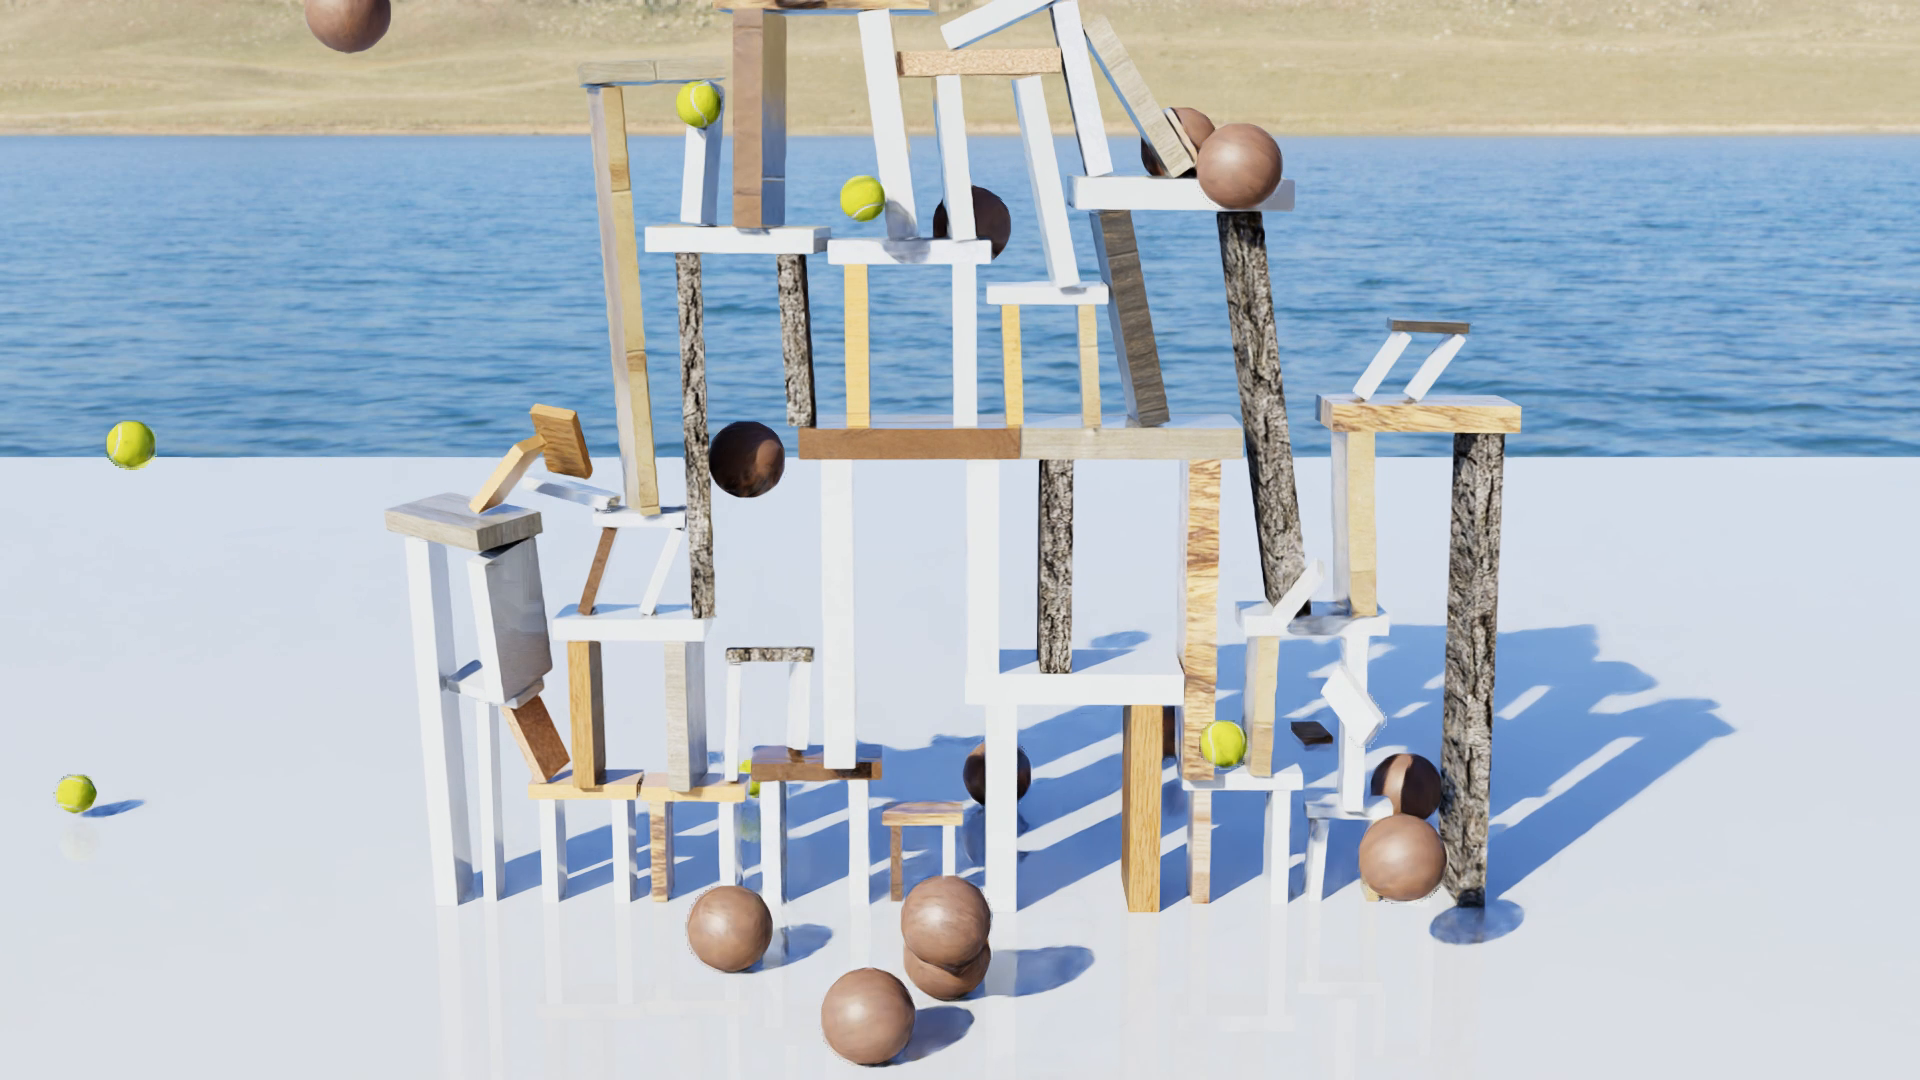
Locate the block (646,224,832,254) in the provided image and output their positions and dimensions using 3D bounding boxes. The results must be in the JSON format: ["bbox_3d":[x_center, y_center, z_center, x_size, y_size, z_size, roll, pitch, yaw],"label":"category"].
[{"bbox_3d":[-0.350,-0.477,3.486,0.268,0.038,0.134,2,10,8],"label":"block"}]

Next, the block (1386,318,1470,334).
[{"bbox_3d":[0.743,-0.341,3.495,0.121,0.017,0.061,2,11,1],"label":"block"}]

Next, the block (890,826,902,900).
[{"bbox_3d":[-0.105,0.526,3.654,0.018,0.131,0.065,0,11,0],"label":"block"}]

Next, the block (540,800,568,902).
[{"bbox_3d":[-0.675,0.503,3.653,0.025,0.177,0.089,0,11,0],"label":"block"}]

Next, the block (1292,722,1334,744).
[{"bbox_3d":[0.739,0.405,4.618,0.058,0.016,0.115,-1,11,-7],"label":"block"}]

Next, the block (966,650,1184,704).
[{"bbox_3d":[0.183,0.223,3.597,0.349,0.049,0.175,0,11,0],"label":"block"}]

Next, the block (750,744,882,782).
[{"bbox_3d":[-0.235,0.366,3.622,0.213,0.030,0.107,0,11,-2],"label":"block"}]

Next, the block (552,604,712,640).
[{"bbox_3d":[-0.532,0.134,3.588,0.242,0.034,0.121,0,10,0],"label":"block"}]

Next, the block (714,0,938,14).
[{"bbox_3d":[-0.205,-0.843,3.410,0.328,0.047,0.164,1,10,4],"label":"block"}]

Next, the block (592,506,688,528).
[{"bbox_3d":[-0.518,-0.038,3.565,0.148,0.021,0.074,0,11,-4],"label":"block"}]

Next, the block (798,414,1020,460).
[{"bbox_3d":[-0.080,-0.166,3.522,0.346,0.049,0.173,0,11,0],"label":"block"}]

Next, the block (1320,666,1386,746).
[{"bbox_3d":[0.604,0.254,3.381,0.016,0.058,0.115,-2,45,-35],"label":"block"}]

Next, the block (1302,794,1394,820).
[{"bbox_3d":[0.641,0.441,3.639,0.141,0.020,0.071,1,11,3],"label":"block"}]

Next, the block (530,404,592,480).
[{"bbox_3d":[-0.631,-0.156,3.484,0.071,0.141,0.020,11,53,13],"label":"block"}]

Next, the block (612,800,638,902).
[{"bbox_3d":[-0.557,0.503,3.653,0.025,0.177,0.089,0,11,0],"label":"block"}]

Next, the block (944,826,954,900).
[{"bbox_3d":[-0.018,0.526,3.654,0.018,0.131,0.065,0,11,0],"label":"block"}]

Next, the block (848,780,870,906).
[{"bbox_3d":[-0.166,0.486,3.647,0.030,0.213,0.107,0,11,-1],"label":"block"}]

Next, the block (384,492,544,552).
[{"bbox_3d":[-0.793,-0.031,3.509,0.248,0.035,0.124,11,21,41],"label":"block"}]

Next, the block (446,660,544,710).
[{"bbox_3d":[-0.758,0.234,3.586,0.144,0.020,0.072,12,30,26],"label":"block"}]

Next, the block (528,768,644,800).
[{"bbox_3d":[-0.616,0.403,3.633,0.177,0.025,0.089,0,11,1],"label":"block"}]

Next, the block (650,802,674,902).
[{"bbox_3d":[-0.494,0.505,3.654,0.024,0.172,0.086,0,10,1],"label":"block"}]

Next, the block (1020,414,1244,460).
[{"bbox_3d":[0.270,-0.167,3.525,0.346,0.049,0.173,0,11,0],"label":"block"}]

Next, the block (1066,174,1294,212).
[{"bbox_3d":[0.342,-0.546,3.453,0.335,0.047,0.167,0,11,-3],"label":"block"}]

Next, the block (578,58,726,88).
[{"bbox_3d":[-0.483,-0.731,3.437,0.219,0.031,0.109,-5,9,-13],"label":"block"}]

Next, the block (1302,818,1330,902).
[{"bbox_3d":[0.591,0.520,3.654,0.020,0.141,0.071,4,11,0],"label":"block"}]

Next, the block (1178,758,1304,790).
[{"bbox_3d":[0.461,0.385,3.627,0.195,0.028,0.098,0,11,0],"label":"block"}]

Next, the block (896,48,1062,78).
[{"bbox_3d":[0.030,-0.741,3.415,0.250,0.035,0.125,-1,10,1],"label":"block"}]

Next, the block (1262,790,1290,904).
[{"bbox_3d":[0.525,0.494,3.650,0.028,0.195,0.098,0,11,0],"label":"block"}]

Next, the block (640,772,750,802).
[{"bbox_3d":[-0.436,0.408,3.636,0.172,0.024,0.086,0,10,1],"label":"block"}]

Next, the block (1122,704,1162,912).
[{"bbox_3d":[0.300,0.419,3.634,0.049,0.349,0.175,0,11,0],"label":"block"}]

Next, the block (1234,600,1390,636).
[{"bbox_3d":[0.571,0.127,3.579,0.231,0.033,0.116,0,11,-1],"label":"block"}]

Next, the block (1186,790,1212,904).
[{"bbox_3d":[0.396,0.494,3.649,0.028,0.195,0.098,0,11,0],"label":"block"}]

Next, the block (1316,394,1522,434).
[{"bbox_3d":[0.731,-0.204,3.524,0.297,0.042,0.148,1,10,-1],"label":"block"}]

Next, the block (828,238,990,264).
[{"bbox_3d":[-0.079,-0.458,3.474,0.253,0.036,0.126,0,10,0],"label":"block"}]

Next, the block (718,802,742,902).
[{"bbox_3d":[-0.381,0.505,3.652,0.024,0.172,0.086,0,10,2],"label":"block"}]

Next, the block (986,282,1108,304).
[{"bbox_3d":[0.137,-0.391,3.482,0.189,0.027,0.094,0,12,0],"label":"block"}]

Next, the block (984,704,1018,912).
[{"bbox_3d":[0.067,0.419,3.634,0.049,0.349,0.175,0,11,0],"label":"block"}]

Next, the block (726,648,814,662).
[{"bbox_3d":[-0.314,0.189,3.628,0.143,0.020,0.072,0,1,-4],"label":"block"}]

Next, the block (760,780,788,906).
[{"bbox_3d":[-0.308,0.486,3.646,0.030,0.213,0.107,0,11,2],"label":"block"}]

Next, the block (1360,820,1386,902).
[{"bbox_3d":[0.686,0.521,3.653,0.020,0.141,0.071,3,11,1],"label":"block"}]

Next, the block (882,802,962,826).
[{"bbox_3d":[-0.062,0.453,3.640,0.131,0.018,0.065,0,11,0],"label":"block"}]

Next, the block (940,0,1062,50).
[{"bbox_3d":[0.098,-0.828,3.393,0.265,0.037,0.132,-24,9,5],"label":"block"}]
